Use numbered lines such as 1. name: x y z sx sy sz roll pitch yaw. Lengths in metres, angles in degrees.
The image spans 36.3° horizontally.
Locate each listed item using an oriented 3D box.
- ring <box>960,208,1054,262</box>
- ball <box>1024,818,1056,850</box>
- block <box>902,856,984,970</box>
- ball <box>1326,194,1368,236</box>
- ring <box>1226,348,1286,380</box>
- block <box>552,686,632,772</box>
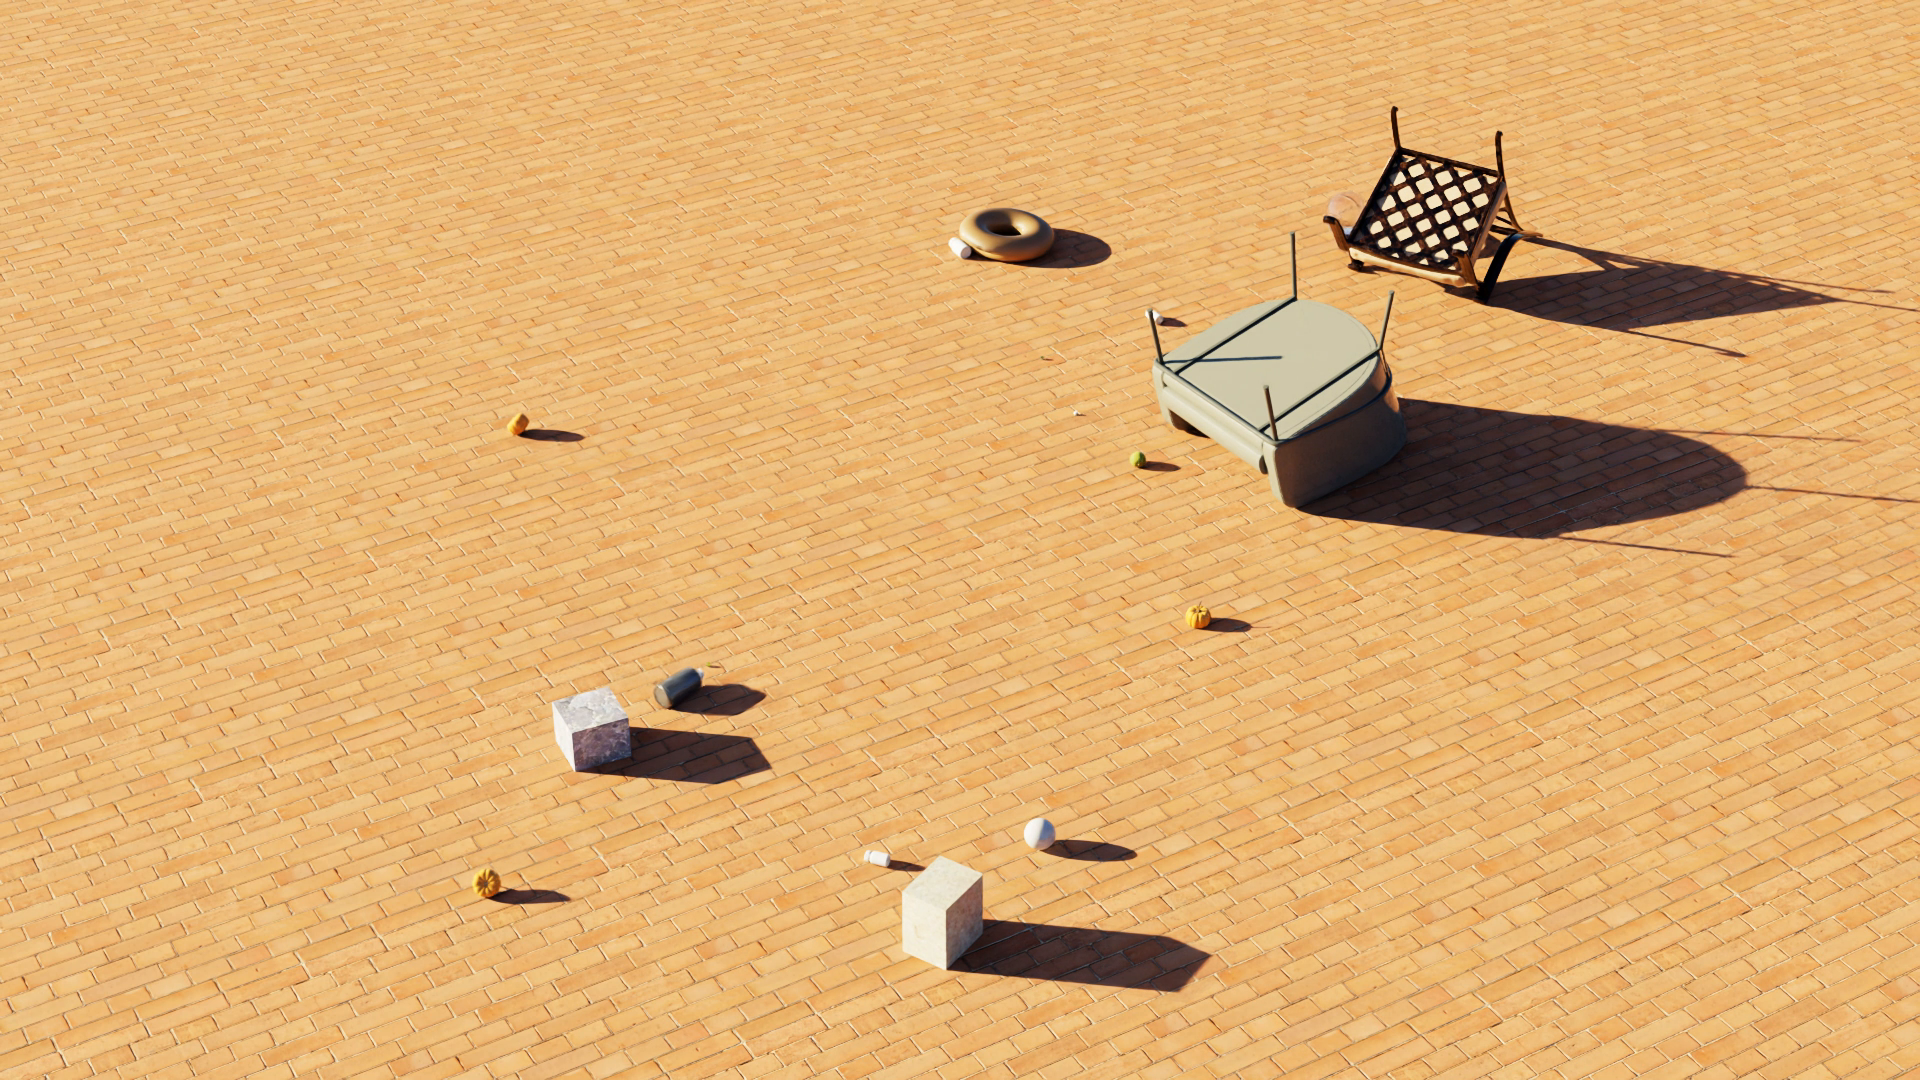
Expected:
1. ring: 0.206 -1.343 12.889 0.441 0.105 0.373 21 40 27
2. ball: 0.257 0.944 9.418 0.103 0.103 0.103 0 33 0
3. block: -0.052 1.143 8.993 0.159 0.238 0.206 20 38 28
4. ball: 1.708 -1.440 12.961 0.186 0.186 0.186 0 33 0
5. ring: 1.207 -0.717 11.954 0.249 0.088 0.161 12 37 18
6. block: -1.235 0.634 9.835 0.200 0.162 0.193 -15 36 -21
